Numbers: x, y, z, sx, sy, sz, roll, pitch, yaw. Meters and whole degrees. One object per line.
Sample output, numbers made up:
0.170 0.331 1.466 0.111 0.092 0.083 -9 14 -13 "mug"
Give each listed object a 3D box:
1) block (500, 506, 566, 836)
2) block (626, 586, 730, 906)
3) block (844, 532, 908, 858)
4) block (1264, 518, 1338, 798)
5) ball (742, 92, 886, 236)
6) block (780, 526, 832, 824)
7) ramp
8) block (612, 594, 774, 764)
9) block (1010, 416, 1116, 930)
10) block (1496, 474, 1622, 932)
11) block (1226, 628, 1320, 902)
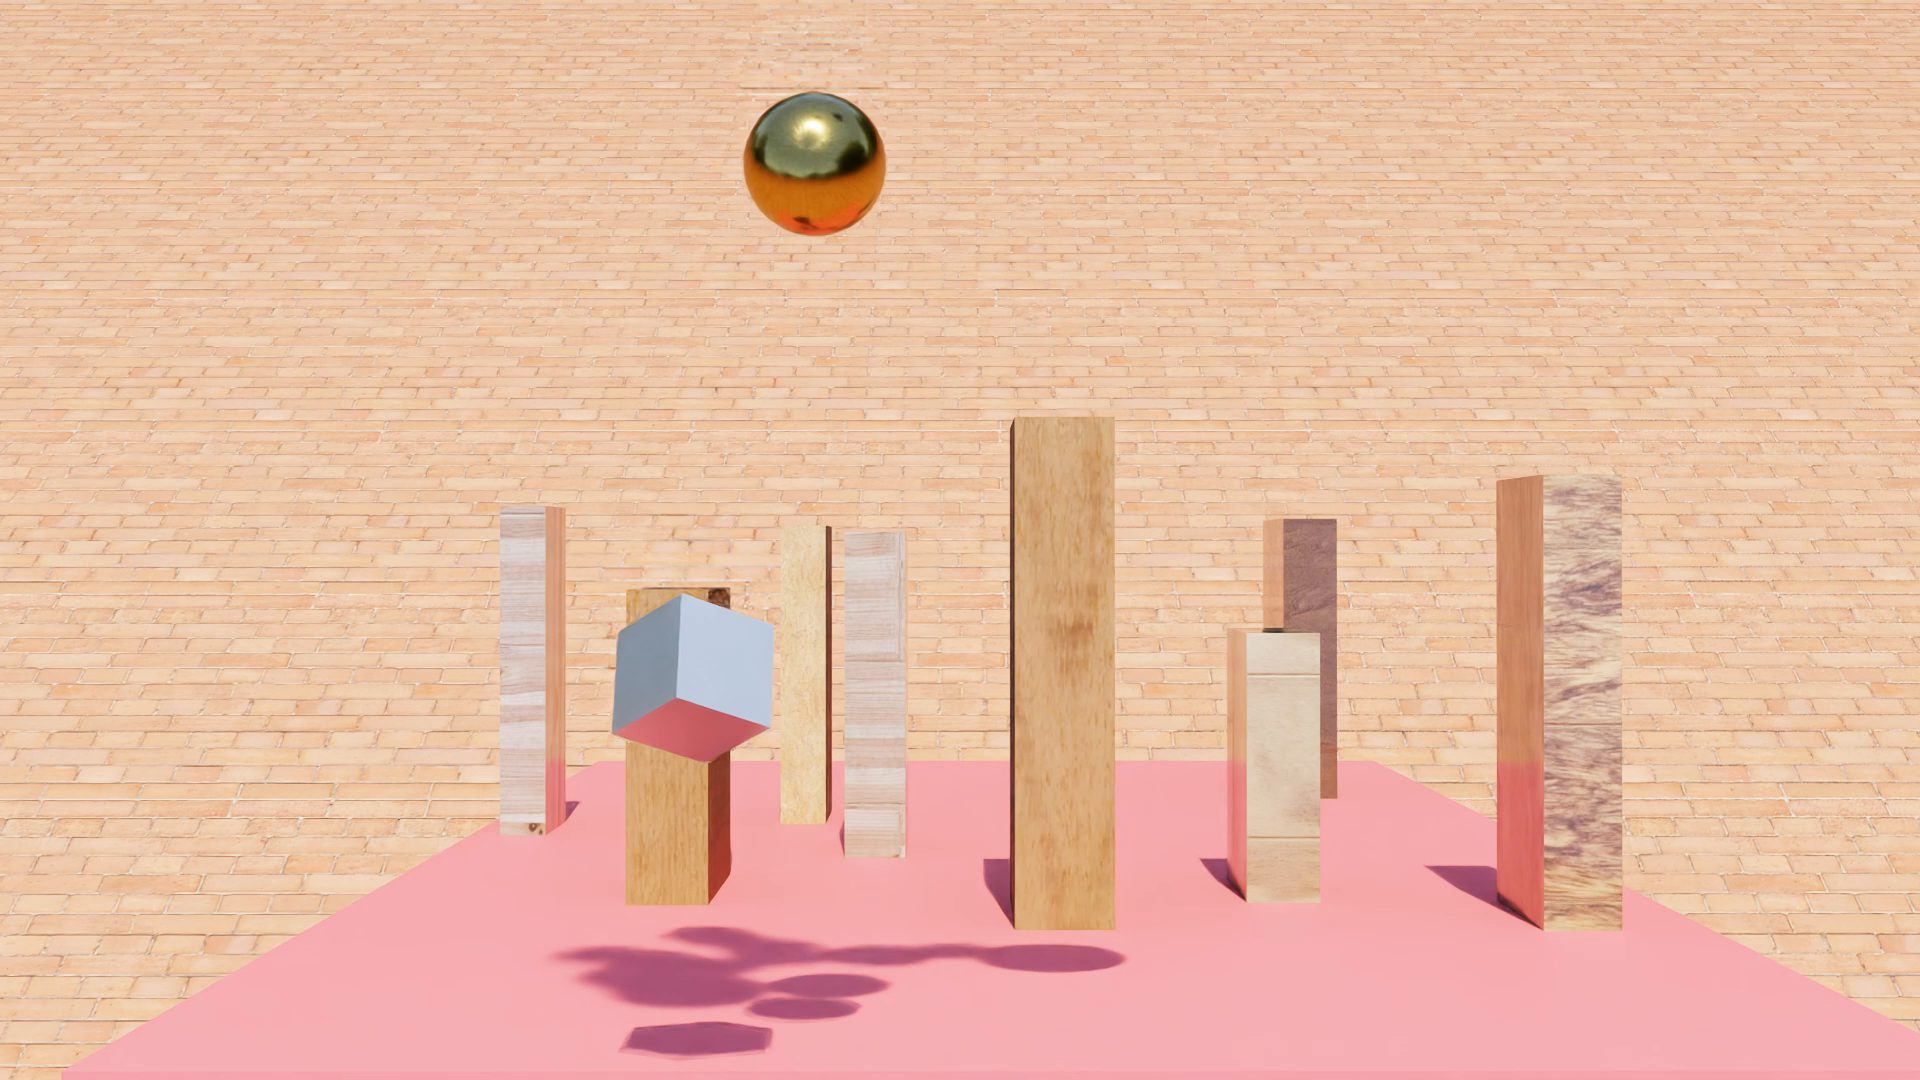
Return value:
-0.831 0.249 5.043 0.087 0.626 0.253 0 0 0 "block"
-0.446 0.317 4.134 0.126 0.480 0.386 0 0 0 "block"
-0.150 0.273 4.691 0.107 0.573 0.270 0 0 0 "block"
0.764 0.259 5.831 0.117 0.611 0.374 0 0 0 "block"
-0.136 -0.353 2.433 0.135 0.135 0.135 0 31 0 "ball"
-0.311 0.267 5.251 0.089 0.590 0.260 0 0 0 "block"
0.069 0.610 4.679 2.000 0.100 4.000 0 0 0 "ramp"
-0.266 0.139 2.579 0.112 0.112 0.112 21 55 -35 "block"
0.149 0.190 3.858 0.142 0.730 0.357 0 0 0 "block"
0.883 0.231 3.830 0.111 0.647 0.320 0 0 0 "block"
0.496 0.350 4.114 0.113 0.413 0.290 0 0 0 "block"
